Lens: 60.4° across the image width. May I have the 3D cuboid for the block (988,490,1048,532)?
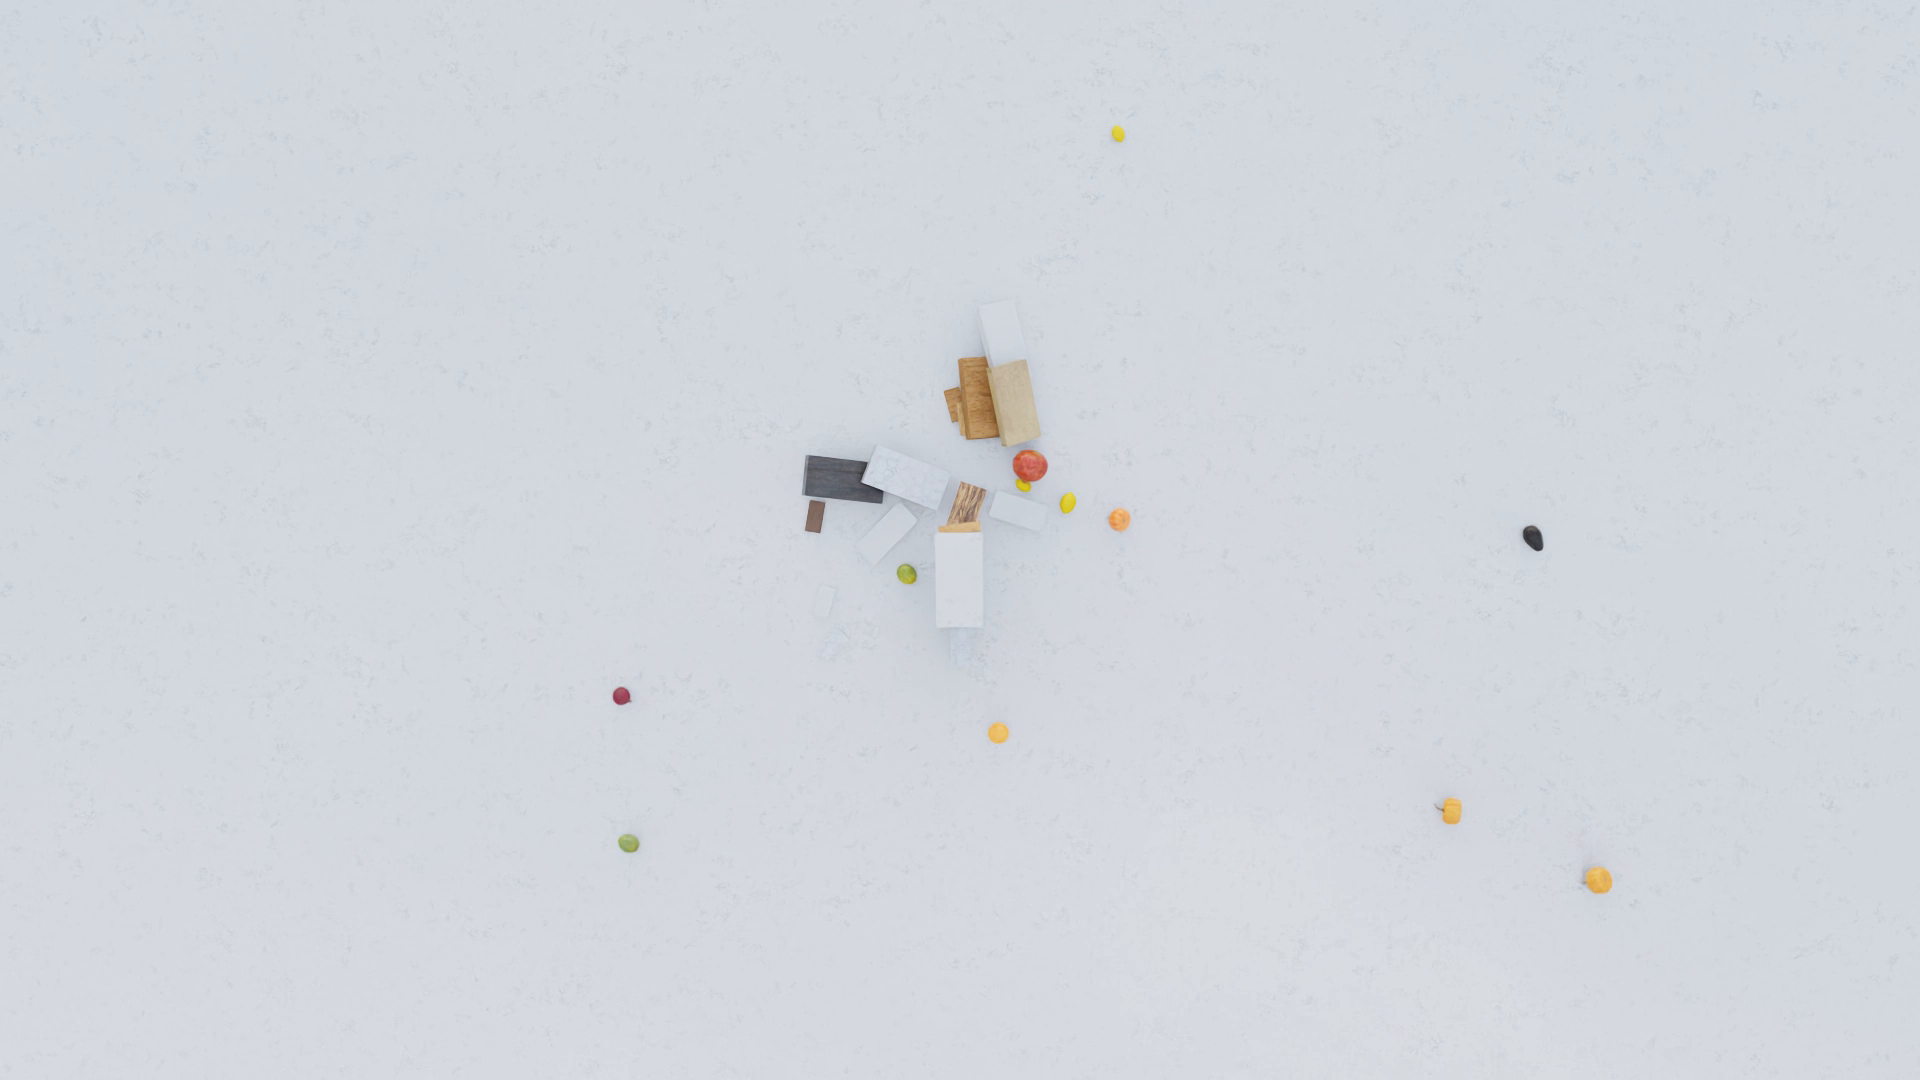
[{"bbox_3d":[0.195,-0.096,5.487,0.181,0.026,0.090,18,90,0],"label":"block"}]

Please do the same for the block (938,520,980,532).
[{"bbox_3d":[-0.001,-0.035,5.342,0.132,0.264,0.037,-8,91,0],"label":"block"}]

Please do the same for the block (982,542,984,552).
[{"bbox_3d":[-0.001,0.029,5.352,0.148,0.295,0.042,1,90,0],"label":"block"}]

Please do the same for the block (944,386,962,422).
[{"bbox_3d":[-0.015,-0.450,5.492,0.054,0.015,0.109,-15,90,0],"label":"block"}]

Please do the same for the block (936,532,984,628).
[{"bbox_3d":[-0.002,0.125,5.184,0.148,0.042,0.295,0,90,0],"label":"block"}]

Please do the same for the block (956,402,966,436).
[{"bbox_3d":[0.023,-0.402,5.474,0.054,0.015,0.109,-5,86,-23],"label":"block"}]

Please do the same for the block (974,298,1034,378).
[{"bbox_3d":[0.144,-0.653,5.455,0.132,0.037,0.264,-15,91,-23],"label":"block"}]

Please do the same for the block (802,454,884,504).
[{"bbox_3d":[-0.381,-0.199,5.435,0.267,0.038,0.134,6,90,-21],"label":"block"}]

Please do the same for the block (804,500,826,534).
[{"bbox_3d":[-0.482,-0.078,5.493,0.053,0.015,0.105,10,90,0],"label":"block"}]

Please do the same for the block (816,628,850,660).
[{"bbox_3d":[-0.424,0.348,5.493,0.105,0.015,0.053,-43,90,0],"label":"block"}]

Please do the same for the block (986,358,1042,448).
[{"bbox_3d":[0.178,-0.452,5.427,0.132,0.037,0.264,-18,105,-22],"label":"block"}]

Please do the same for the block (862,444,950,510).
[{"bbox_3d":[-0.178,-0.206,5.449,0.267,0.038,0.134,21,90,-14],"label":"block"}]

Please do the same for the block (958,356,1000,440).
[{"bbox_3d":[0.075,-0.471,5.457,0.134,0.038,0.267,-6,90,-23],"label":"block"}]

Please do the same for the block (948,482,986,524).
[{"bbox_3d":[0.018,-0.095,5.487,0.090,0.026,0.181,19,90,0],"label":"block"}]

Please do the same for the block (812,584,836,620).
[{"bbox_3d":[-0.452,0.206,5.493,0.053,0.015,0.105,16,90,0],"label":"block"}]

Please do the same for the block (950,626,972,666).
[{"bbox_3d":[0.003,0.343,5.357,0.067,0.019,0.133,0,90,0],"label":"block"}]

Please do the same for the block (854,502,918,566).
[{"bbox_3d":[-0.243,-0.021,5.487,0.090,0.026,0.213,44,90,0],"label":"block"}]
